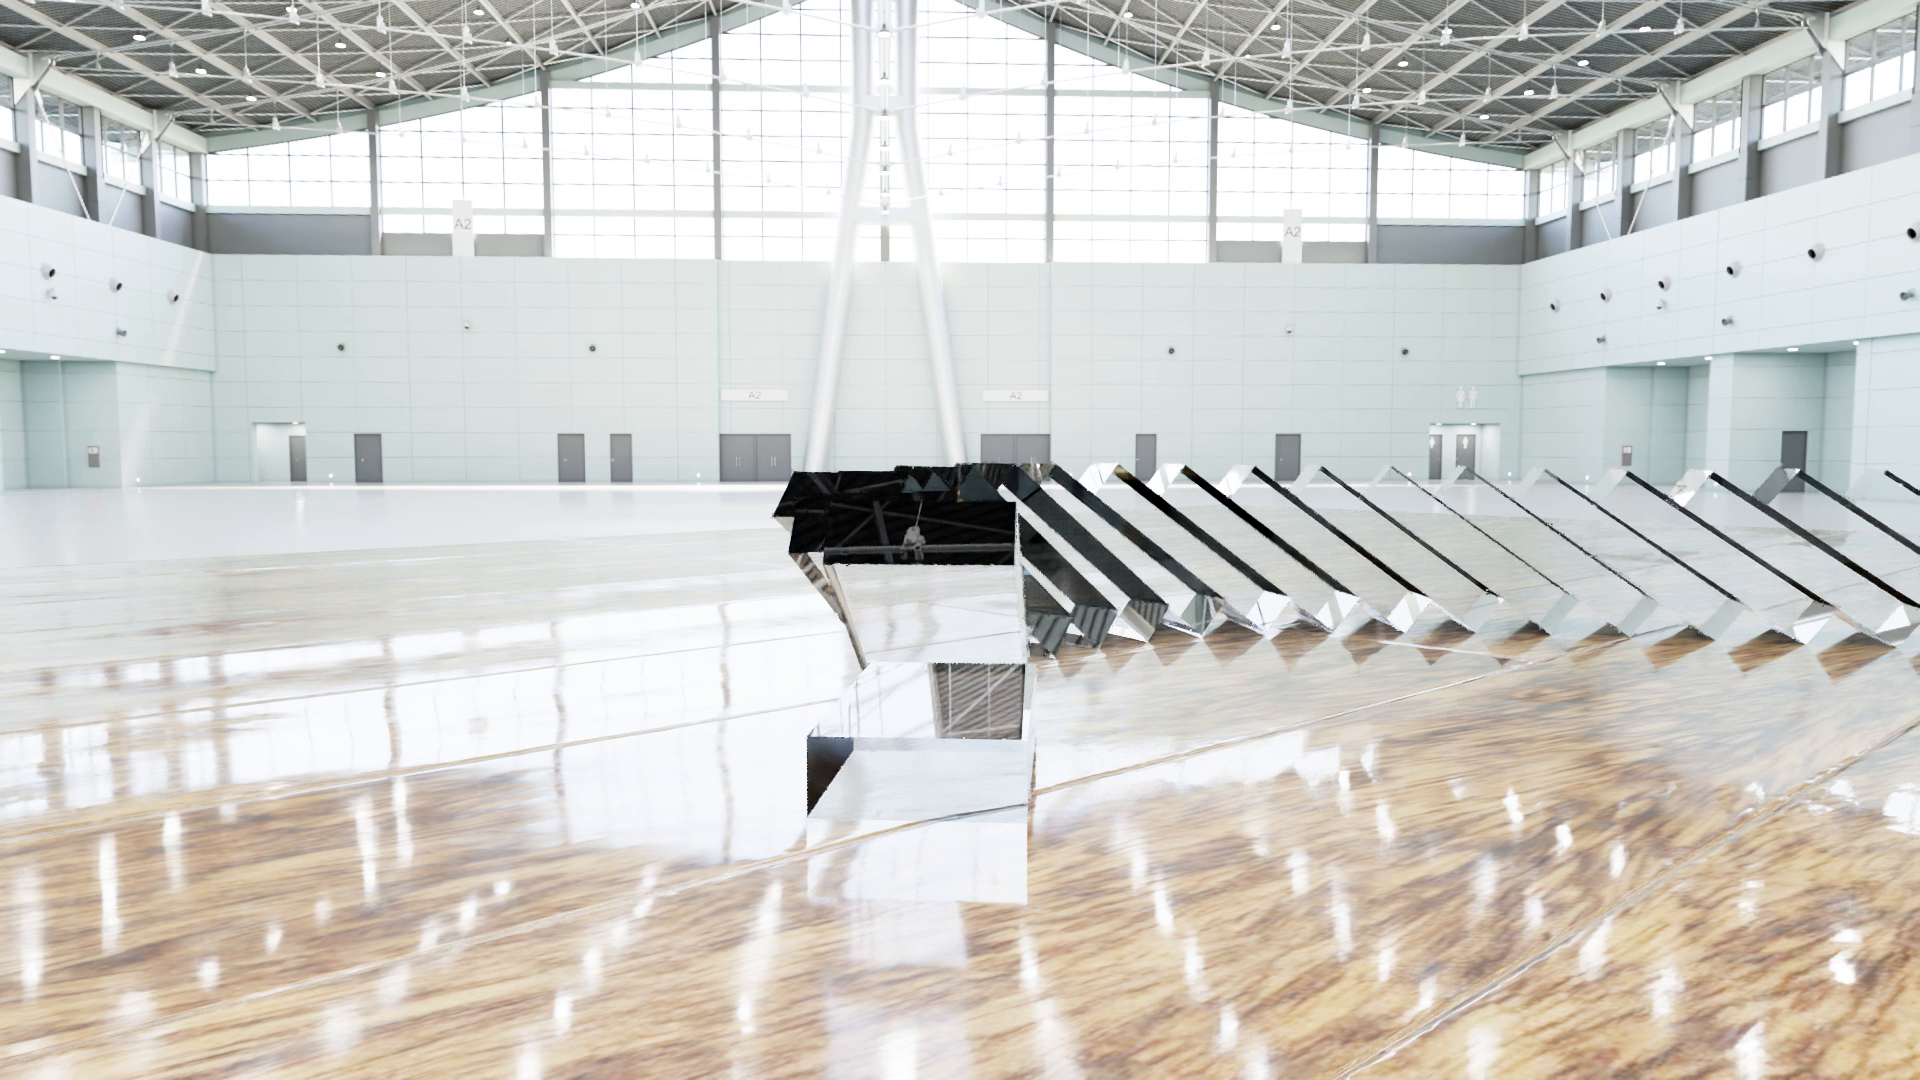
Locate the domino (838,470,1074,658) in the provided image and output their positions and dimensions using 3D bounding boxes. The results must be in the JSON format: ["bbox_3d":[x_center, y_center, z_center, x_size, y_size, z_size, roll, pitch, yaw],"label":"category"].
[{"bbox_3d":[-0.002,0.005,0.249,0.025,0.010,0.050,4,-31,43],"label":"domino"}]

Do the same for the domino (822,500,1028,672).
[{"bbox_3d":[-0.003,0.011,0.190,0.025,0.009,0.050,0,-28,5],"label":"domino"}]

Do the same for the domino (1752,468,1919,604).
[{"bbox_3d":[0.200,0.003,0.279,0.050,0.010,0.025,39,17,16],"label":"domino"}]

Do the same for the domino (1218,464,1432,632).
[{"bbox_3d":[0.084,0.001,0.301,0.050,0.009,0.025,37,5,-1],"label":"domino"}]

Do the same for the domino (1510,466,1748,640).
[{"bbox_3d":[0.151,0.002,0.293,0.050,0.009,0.025,38,15,12],"label":"domino"}]

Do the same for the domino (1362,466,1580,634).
[{"bbox_3d":[0.118,0.001,0.301,0.050,0.010,0.025,38,12,10],"label":"domino"}]

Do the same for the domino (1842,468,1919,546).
[{"bbox_3d":[0.216,0.003,0.274,0.050,0.009,0.025,41,21,20],"label":"domino"}]

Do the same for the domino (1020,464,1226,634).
[{"bbox_3d":[0.034,0.002,0.290,0.050,0.010,0.025,37,-6,-13],"label":"domino"}]

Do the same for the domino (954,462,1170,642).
[{"bbox_3d":[0.020,0.002,0.278,0.050,0.010,0.025,41,-15,-25],"label":"domino"}]

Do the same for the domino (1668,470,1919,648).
[{"bbox_3d":[0.183,0.003,0.284,0.050,0.010,0.025,38,15,13],"label":"domino"}]

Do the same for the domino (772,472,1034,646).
[{"bbox_3d":[-0.009,0.006,0.232,0.025,0.009,0.050,3,-32,34],"label":"domino"}]

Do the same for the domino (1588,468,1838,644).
[{"bbox_3d":[0.167,0.003,0.289,0.050,0.010,0.025,38,14,12],"label":"domino"}]

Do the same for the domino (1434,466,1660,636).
[{"bbox_3d":[0.135,0.002,0.298,0.050,0.010,0.025,38,14,11],"label":"domino"}]

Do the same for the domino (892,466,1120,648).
[{"bbox_3d":[0.008,0.004,0.264,0.050,0.010,0.025,43,-22,-32],"label":"domino"}]

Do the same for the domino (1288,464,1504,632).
[{"bbox_3d":[0.101,0.001,0.302,0.050,0.010,0.025,37,8,4],"label":"domino"}]

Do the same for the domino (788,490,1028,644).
[{"bbox_3d":[-0.007,0.009,0.208,0.025,0.010,0.050,-2,-28,15],"label":"domino"}]

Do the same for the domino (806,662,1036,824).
[{"bbox_3d":[-0.003,0.025,0.169,0.025,0.009,0.050,0,4,5],"label":"domino"}]

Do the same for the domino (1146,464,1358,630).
[{"bbox_3d":[0.067,0.001,0.300,0.050,0.010,0.025,37,1,-4],"label":"domino"}]

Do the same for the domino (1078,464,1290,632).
[{"bbox_3d":[0.050,0.001,0.296,0.050,0.010,0.025,37,-2,-8],"label":"domino"}]
